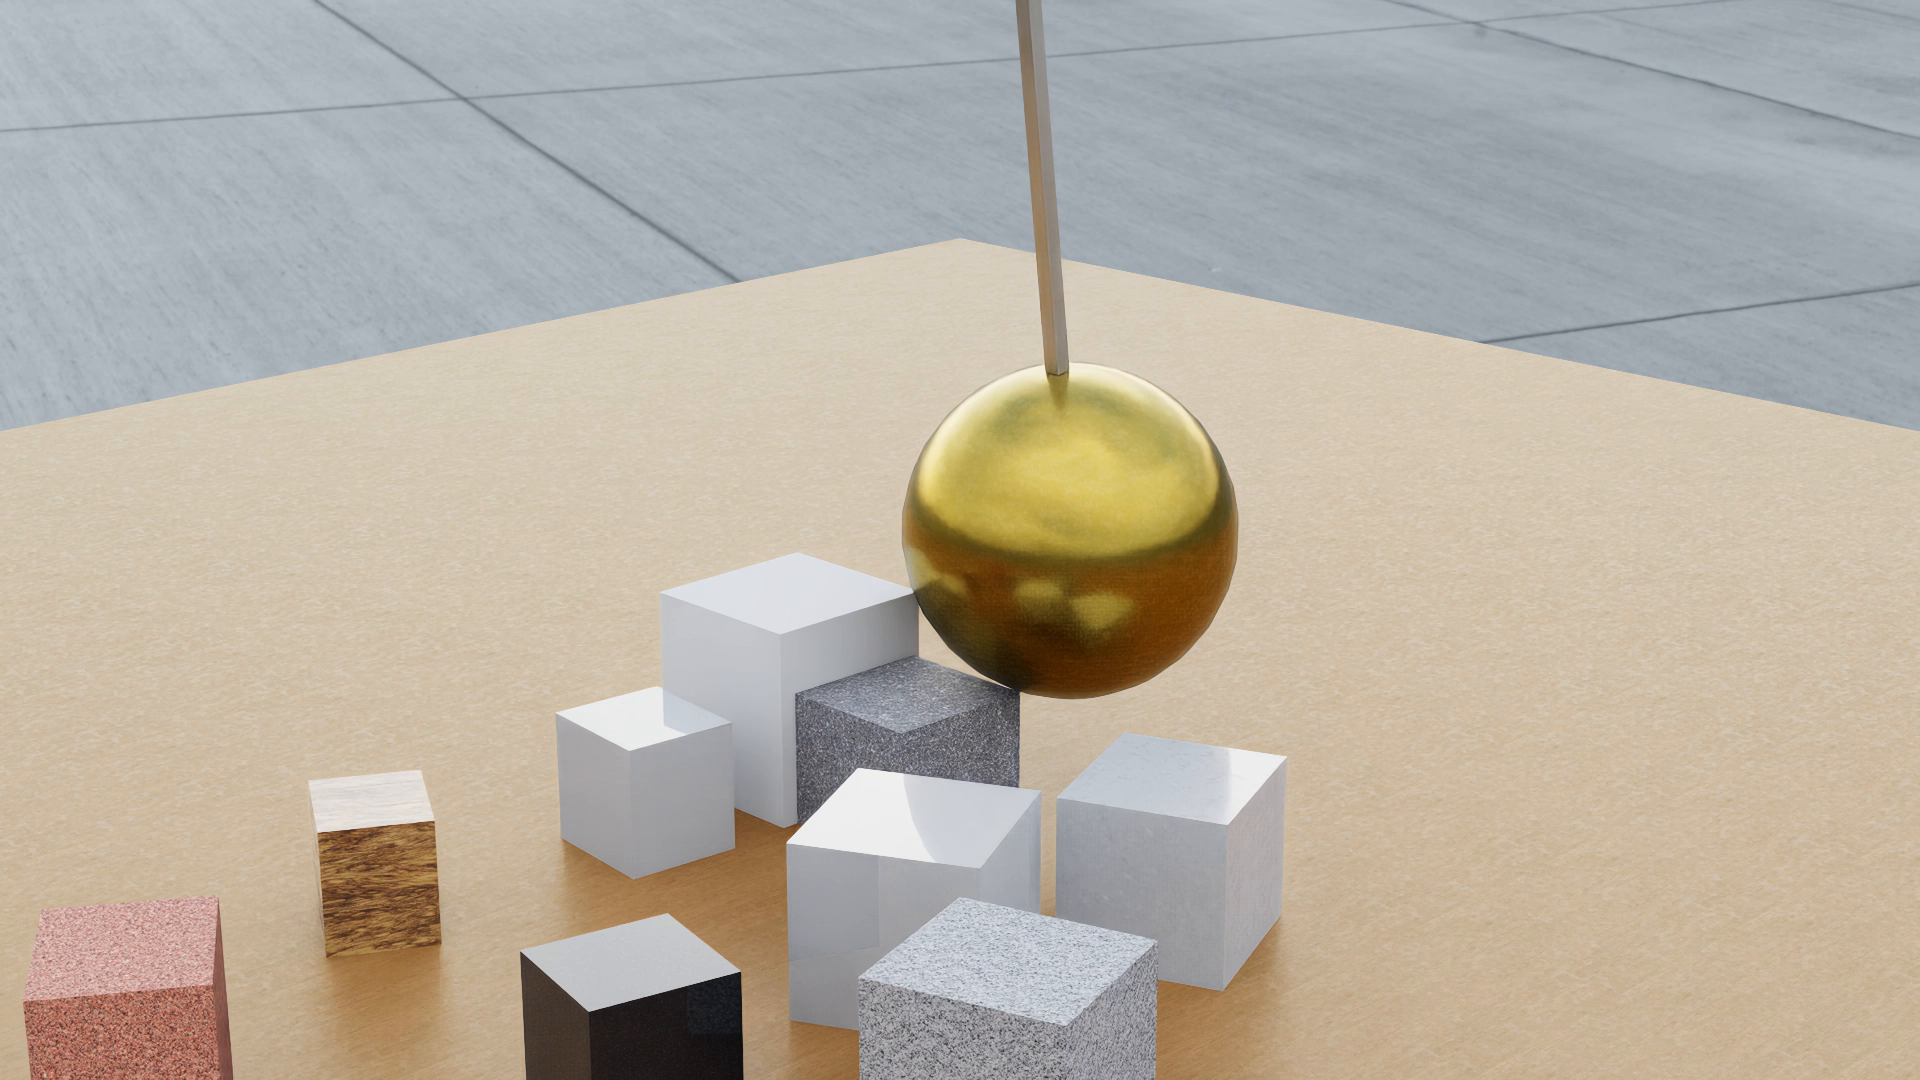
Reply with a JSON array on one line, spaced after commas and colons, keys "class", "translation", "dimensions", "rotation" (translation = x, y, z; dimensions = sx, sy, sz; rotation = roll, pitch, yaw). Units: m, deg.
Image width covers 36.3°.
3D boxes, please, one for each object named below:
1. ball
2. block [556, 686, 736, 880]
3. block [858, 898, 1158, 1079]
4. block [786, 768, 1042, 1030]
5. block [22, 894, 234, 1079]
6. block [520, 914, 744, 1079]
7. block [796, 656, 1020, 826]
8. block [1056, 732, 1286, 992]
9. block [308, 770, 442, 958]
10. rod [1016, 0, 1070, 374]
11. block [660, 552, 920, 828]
[{"class": "ball", "translation": [0.520, -0.045, 13.873], "dimensions": [1.600, 1.600, 1.600], "rotation": [0, 17, 0]}, {"class": "block", "translation": [-1.470, 1.125, 13.711], "dimensions": [0.565, 0.631, 0.625], "rotation": [-14, 22, -37]}, {"class": "block", "translation": [0.184, 1.924, 10.838], "dimensions": [0.830, 0.829, 0.786], "rotation": [9, 20, 26]}, {"class": "block", "translation": [-0.179, 1.516, 12.206], "dimensions": [0.821, 0.790, 0.849], "rotation": [6, 18, 17]}, {"class": "block", "translation": [-3.108, 1.887, 11.027], "dimensions": [0.659, 0.789, 0.798], "rotation": [-4, 18, -11]}, {"class": "block", "translation": [-1.266, 1.896, 11.321], "dimensions": [0.636, 0.595, 0.619], "rotation": [-11, 20, -31]}, {"class": "block", "translation": [-0.247, 1.037, 13.941], "dimensions": [0.771, 0.661, 0.732], "rotation": [-16, 24, -42]}, {"class": "block", "translation": [0.918, 1.377, 12.705], "dimensions": [0.757, 0.755, 0.829], "rotation": [7, 19, 22]}, {"class": "block", "translation": [-2.572, 1.413, 12.875], "dimensions": [0.493, 0.584, 0.606], "rotation": [-5, 18, -15]}, {"class": "rod", "translation": [0.226, -3.176, 12.580], "dimensions": [0.080, 5.200, 0.080], "rotation": [17, 31, 42]}, {"class": "block", "translation": [-0.832, 0.718, 14.429], "dimensions": [0.904, 0.978, 0.882], "rotation": [-17, 24, -42]}]
